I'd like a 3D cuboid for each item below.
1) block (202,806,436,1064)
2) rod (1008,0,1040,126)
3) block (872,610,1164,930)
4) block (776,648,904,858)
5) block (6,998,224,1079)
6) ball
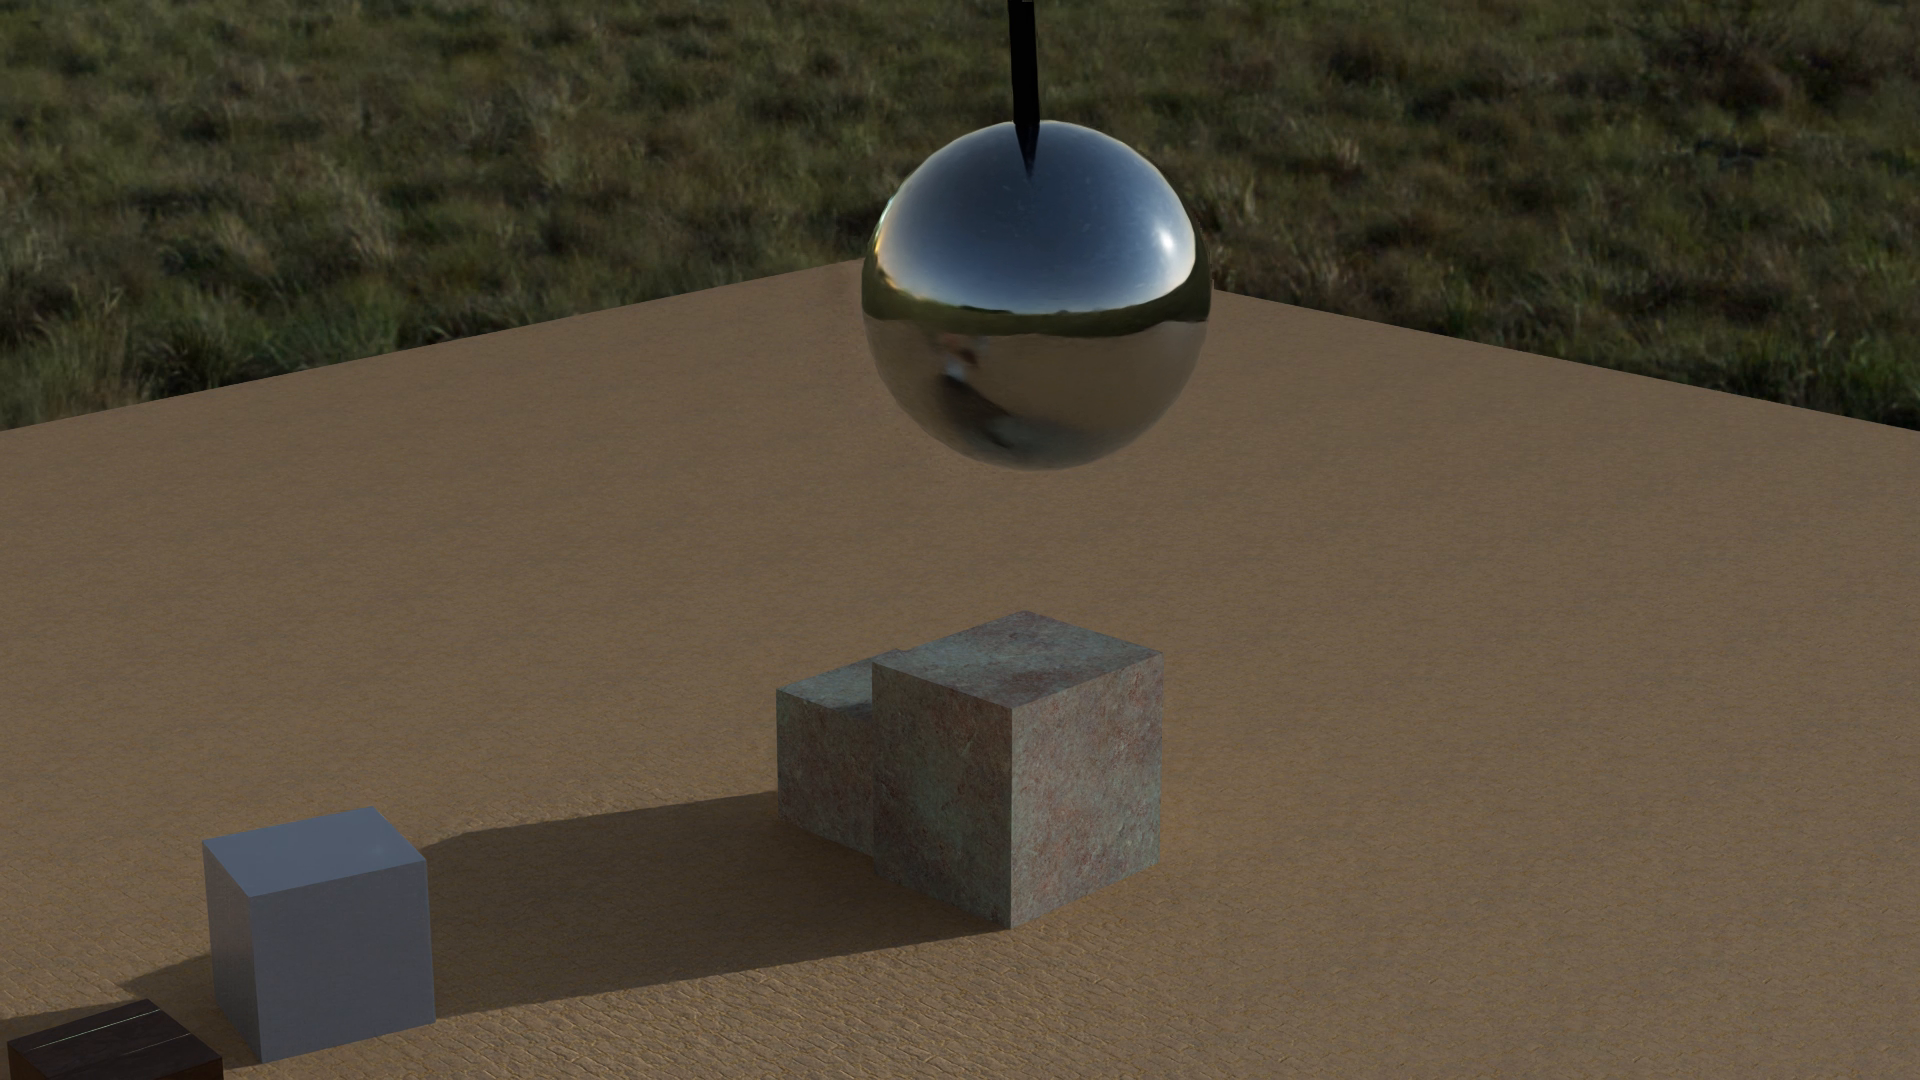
[{"bbox_3d":[-2.629,1.606,12.027,0.729,0.724,0.651,-10,20,-28],"label":"block"},{"bbox_3d":[0.150,-4.285,12.152,0.080,5.200,0.080,17,29,42],"label":"rod"},{"bbox_3d":[0.264,1.021,13.372,0.862,1.033,1.005,16,24,42],"label":"block"},{"bbox_3d":[-0.313,1.019,13.995,0.784,0.664,0.798,16,24,42],"label":"block"},{"bbox_3d":[-3.032,2.115,10.597,0.541,0.609,0.607,-14,22,-38],"label":"block"},{"bbox_3d":[0.345,-1.111,13.354,1.600,1.600,1.600,0,17,0],"label":"ball"}]
